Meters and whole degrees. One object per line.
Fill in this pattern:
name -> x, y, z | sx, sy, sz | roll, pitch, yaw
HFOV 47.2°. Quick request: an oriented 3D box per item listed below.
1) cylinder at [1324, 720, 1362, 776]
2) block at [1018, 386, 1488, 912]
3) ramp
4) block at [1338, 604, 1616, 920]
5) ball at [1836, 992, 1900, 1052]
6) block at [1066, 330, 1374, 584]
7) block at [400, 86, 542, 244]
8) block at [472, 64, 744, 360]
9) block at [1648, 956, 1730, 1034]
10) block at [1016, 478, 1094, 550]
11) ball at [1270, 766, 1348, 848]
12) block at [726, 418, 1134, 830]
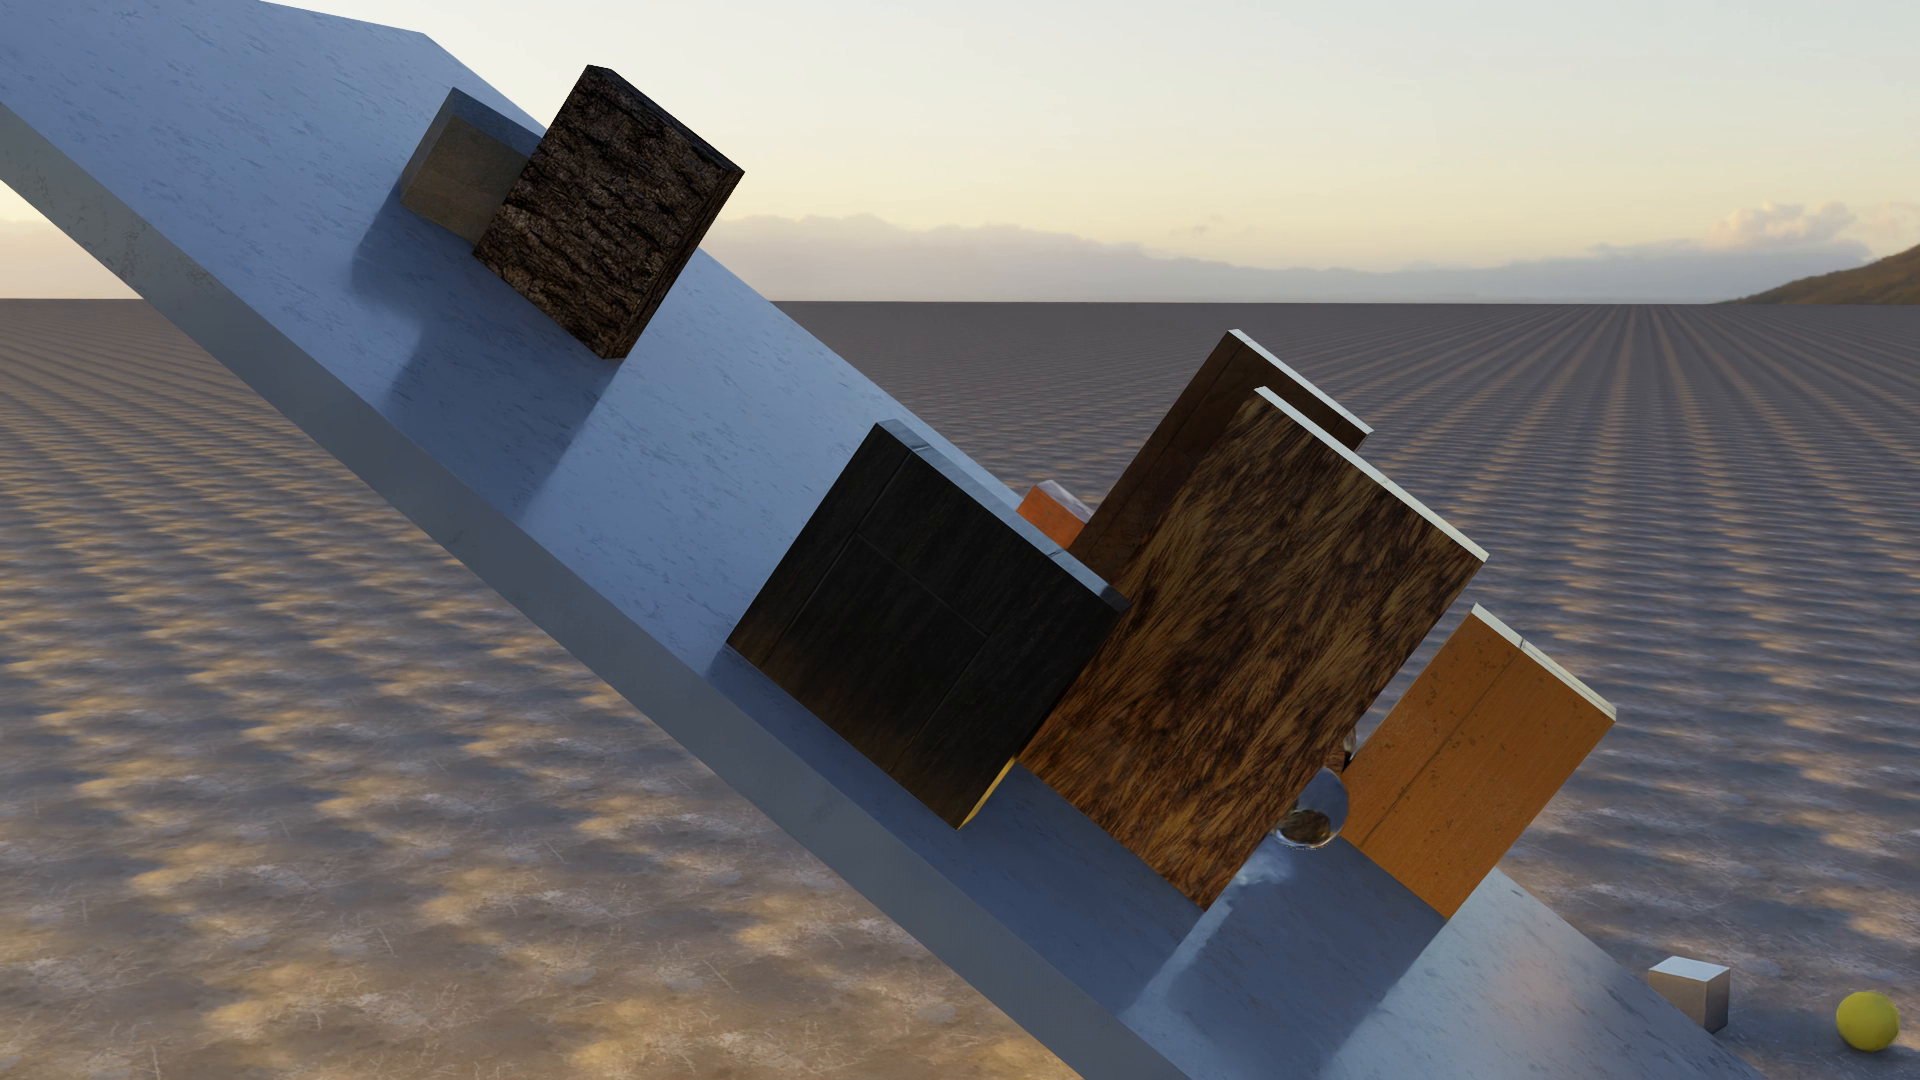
cylinder -> 0.687, 0.406, 4.369 | 0.177, 0.177, 0.177 | 3, 18, 25
block -> 0.441, 0.176, 3.521 | 0.439, 0.718, 0.105 | 38, 16, 10
ramp -> -0.074, 0.140, 4.074 | 4.000, 0.100, 2.000 | 38, 16, 10
block -> 0.982, 0.431, 4.296 | 0.334, 0.507, 0.129 | 38, 16, 10
ball -> 2.165, 1.149, 5.249 | 0.141, 0.141, 0.141 | 0, 7, 0
block -> 0.518, -0.076, 4.572 | 0.350, 0.636, 0.116 | 38, 16, 10
block -> -0.931, -0.708, 4.212 | 0.199, 0.199, 0.199 | 29, 17, -24
block -> -0.653, -0.604, 4.070 | 0.329, 0.423, 0.099 | 38, 16, 10
block -> 1.795, 1.126, 5.418 | 0.146, 0.146, 0.146 | 6, 9, 41
block -> 0.192, -0.029, 4.685 | 0.137, 0.137, 0.137 | 38, 16, 10
ball -> 0.634, 0.487, 4.050 | 0.162, 0.162, 0.162 | 0, 7, 0
block -> -0.050, 0.122, 3.228 | 0.445, 0.410, 0.091 | 38, 16, 10
